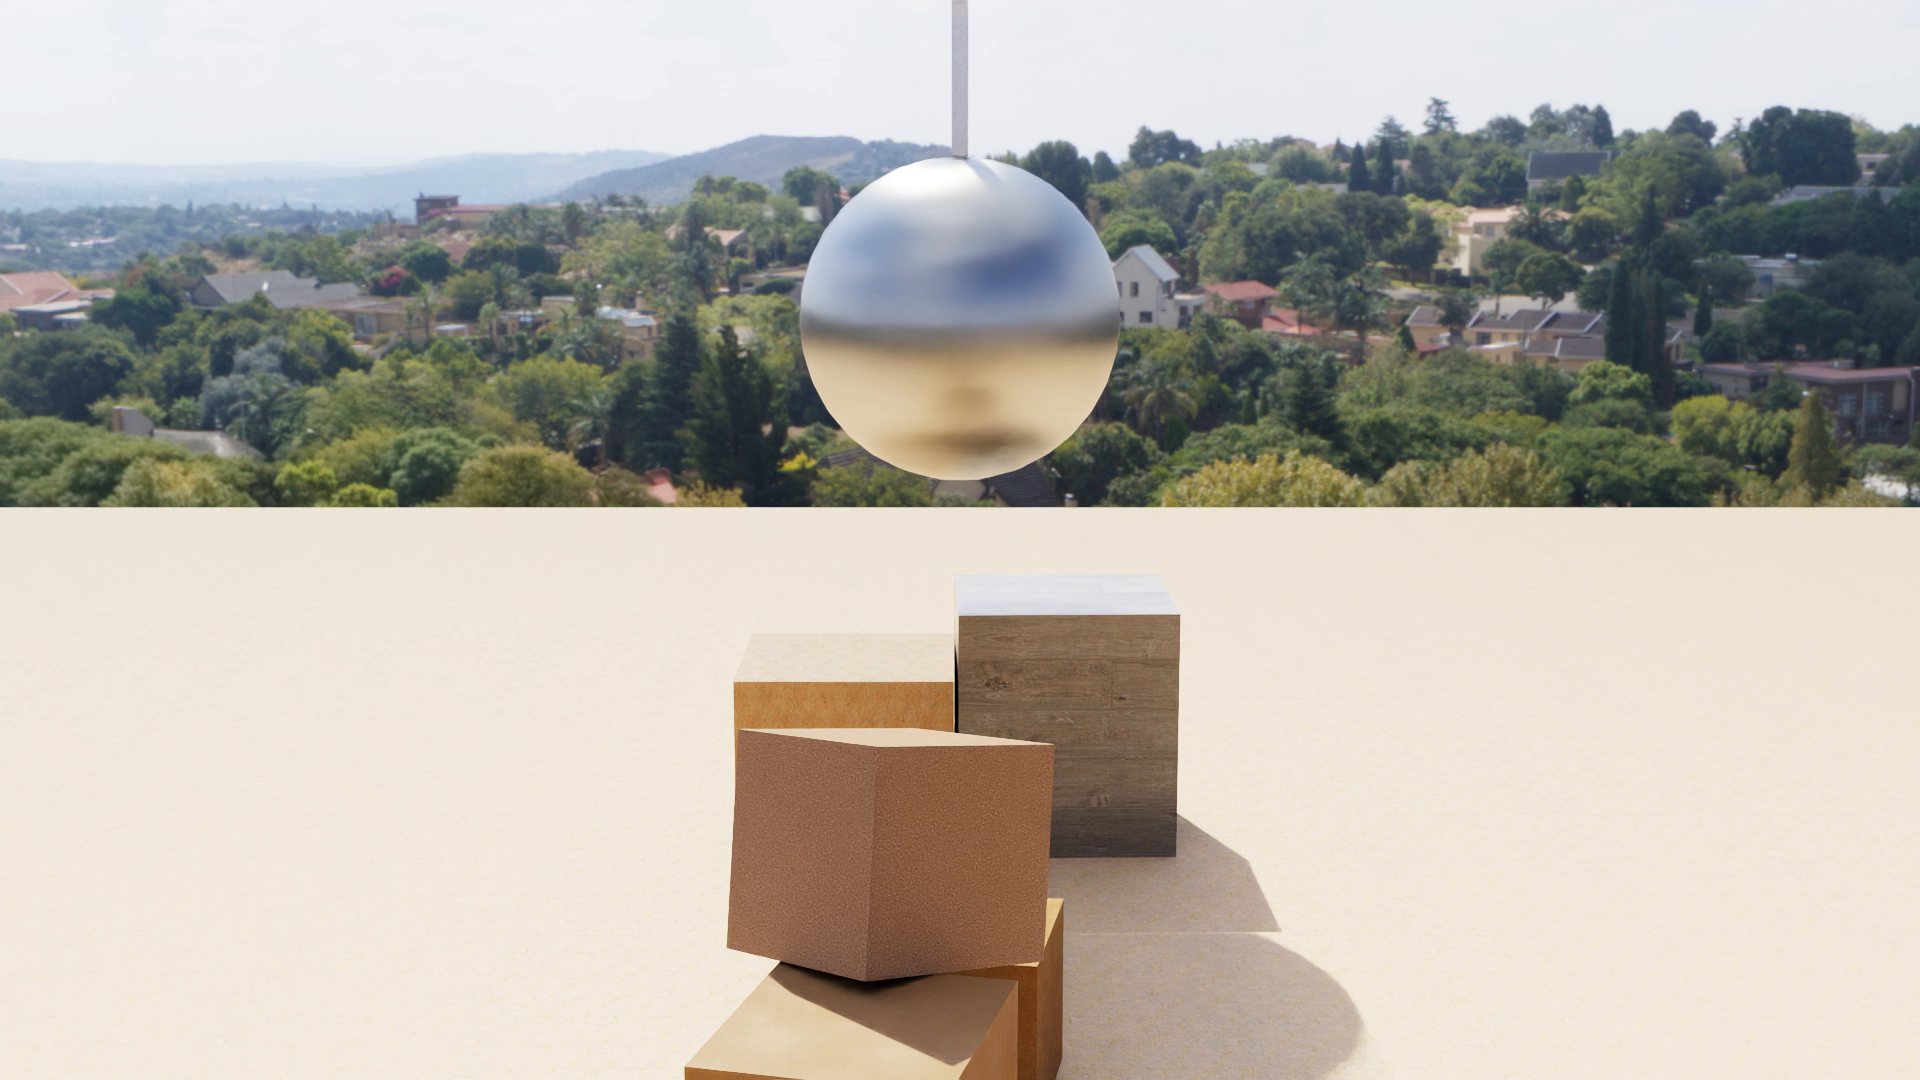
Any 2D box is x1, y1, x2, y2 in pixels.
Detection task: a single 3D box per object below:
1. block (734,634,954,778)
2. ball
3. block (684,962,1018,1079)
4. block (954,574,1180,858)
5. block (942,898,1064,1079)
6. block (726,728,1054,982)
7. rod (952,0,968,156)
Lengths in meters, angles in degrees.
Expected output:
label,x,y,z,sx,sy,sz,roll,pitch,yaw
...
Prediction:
label,x,y,z,sx,sy,sz,roll,pitch,yaw
block,-0.572,1.036,11.374,1.080,0.892,1.075,0,10,0
ball,0.000,-1.098,10.945,1.600,1.600,1.600,0,10,0
block,-0.313,1.892,6.888,0.805,0.812,0.899,3,11,14
block,0.521,0.879,11.284,1.080,1.233,1.009,0,10,-1
block,-0.035,1.741,8.189,0.750,0.644,0.708,2,10,10
block,-0.234,1.047,7.533,0.825,0.745,0.709,4,-2,-44
rod,0.000,-4.447,10.356,0.080,5.200,0.080,0,10,0
